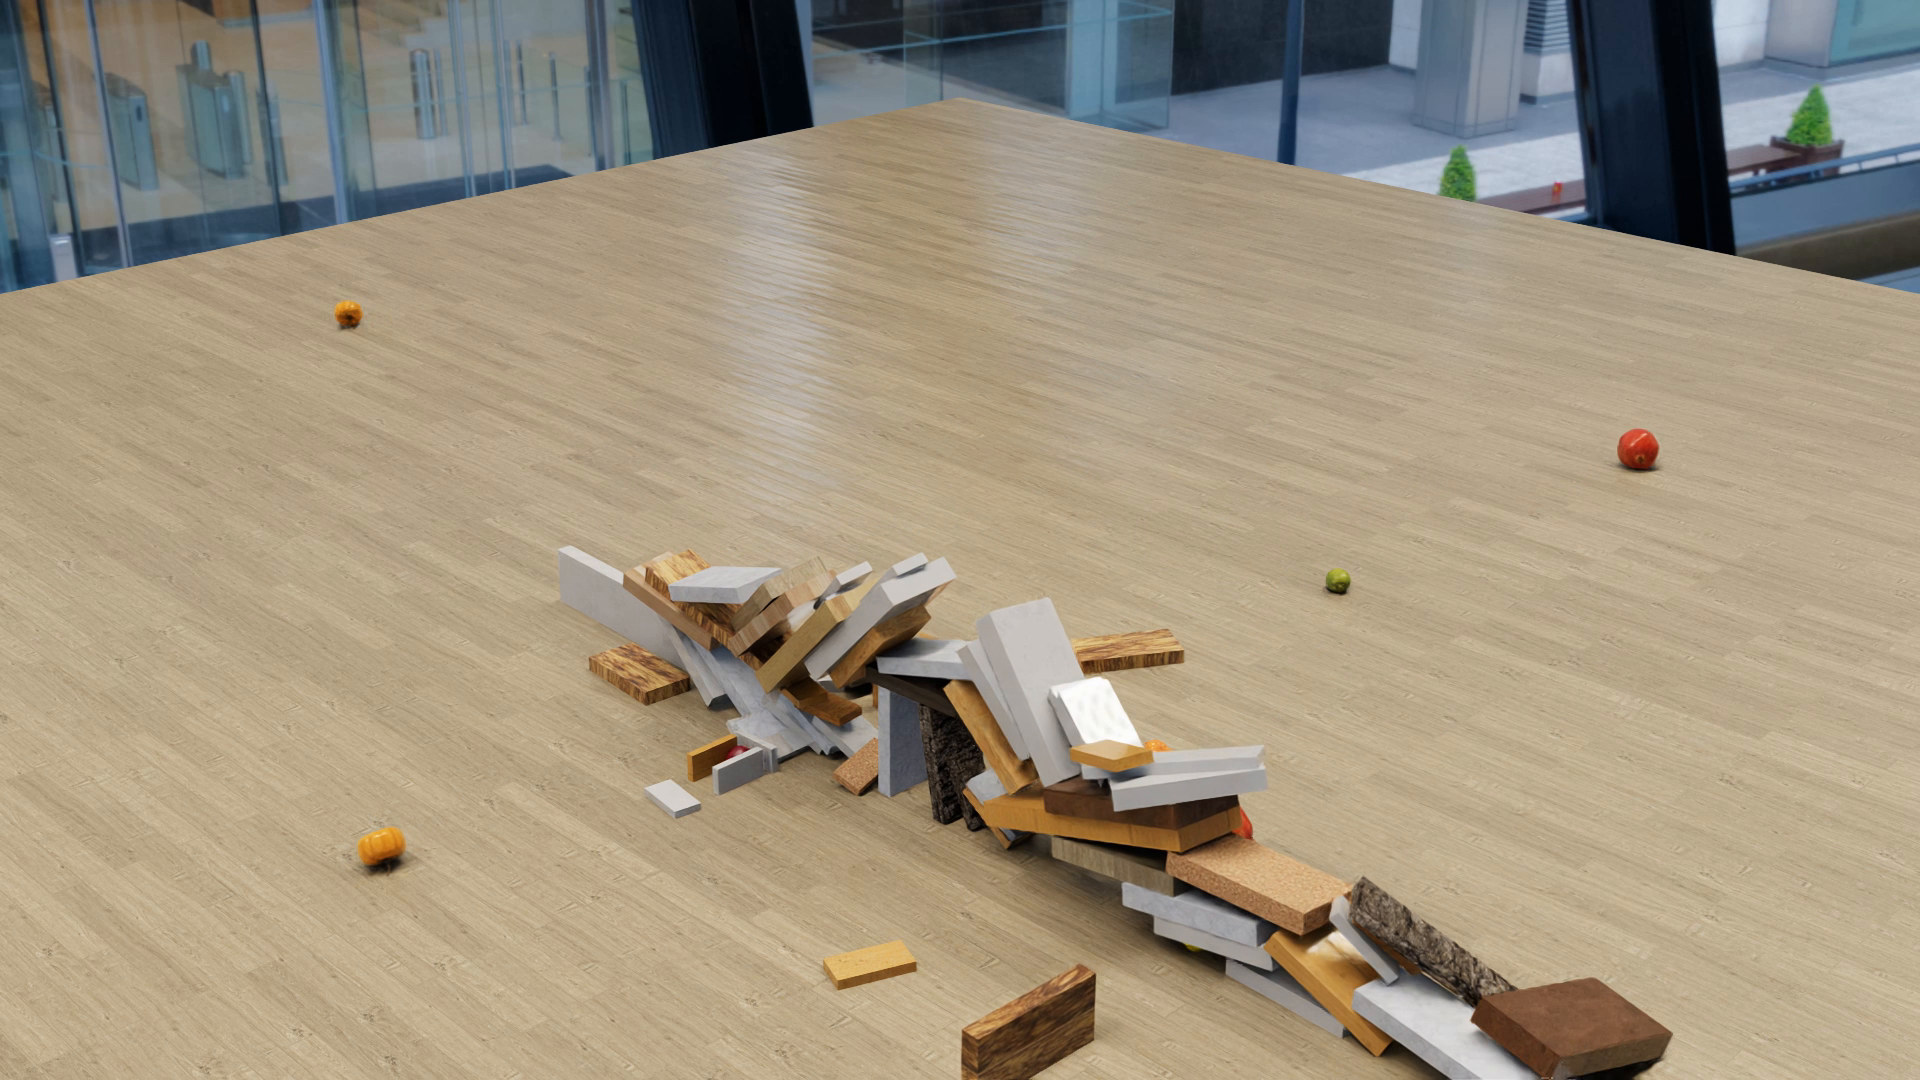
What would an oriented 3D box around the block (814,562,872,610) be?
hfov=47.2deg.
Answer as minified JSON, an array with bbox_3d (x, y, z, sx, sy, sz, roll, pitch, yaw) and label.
[{"bbox_3d":[-0.242,0.099,4.519,0.079,0.158,0.022,-26,78,-30],"label":"block"}]

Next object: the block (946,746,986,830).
[{"bbox_3d":[0.026,0.496,4.408,0.074,0.149,0.021,-21,5,-40],"label":"block"}]

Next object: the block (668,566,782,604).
[{"bbox_3d":[-0.504,0.096,4.744,0.126,0.036,0.253,-25,17,-39],"label":"block"}]

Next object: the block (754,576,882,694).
[{"bbox_3d":[-0.275,0.196,4.544,0.175,0.349,0.049,-24,77,-39],"label":"block"}]

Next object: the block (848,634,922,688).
[{"bbox_3d":[-0.178,0.269,5.005,0.237,0.034,0.118,-15,27,-32],"label":"block"}]

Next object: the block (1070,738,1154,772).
[{"bbox_3d":[0.274,0.390,3.981,0.080,0.023,0.160,-12,8,-26],"label":"block"}]

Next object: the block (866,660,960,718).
[{"bbox_3d":[-0.058,0.283,4.414,0.247,0.035,0.123,19,30,39],"label":"block"}]

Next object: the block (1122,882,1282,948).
[{"bbox_3d":[0.458,0.653,3.965,0.303,0.043,0.152,10,18,44],"label":"block"}]

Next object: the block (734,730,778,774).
[{"bbox_3d":[-0.429,0.445,4.637,0.115,0.058,0.016,20,30,39],"label":"block"}]

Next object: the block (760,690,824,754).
[{"bbox_3d":[-0.333,0.379,4.734,0.178,0.025,0.089,39,42,19],"label":"block"}]

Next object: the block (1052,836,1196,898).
[{"bbox_3d":[0.333,0.585,4.090,0.152,0.043,0.303,-14,17,-41],"label":"block"}]

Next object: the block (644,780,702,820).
[{"bbox_3d":[-0.587,0.529,4.492,0.061,0.017,0.122,-16,28,-34],"label":"block"}]

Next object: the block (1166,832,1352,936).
[{"bbox_3d":[0.529,0.599,3.879,0.152,0.043,0.303,-15,25,-43],"label":"block"}]

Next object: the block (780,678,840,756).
[{"bbox_3d":[-0.299,0.378,4.712,0.089,0.025,0.178,-19,55,-39],"label":"block"}]

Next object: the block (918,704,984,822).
[{"bbox_3d":[-0.012,0.431,4.427,0.123,0.247,0.035,-20,20,-40],"label":"block"}]

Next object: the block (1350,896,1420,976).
[{"bbox_3d":[0.727,0.672,3.756,0.150,0.021,0.075,41,22,-14],"label":"block"}]

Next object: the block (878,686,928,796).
[{"bbox_3d":[-0.110,0.394,4.517,0.123,0.247,0.035,-21,31,-40],"label":"block"}]

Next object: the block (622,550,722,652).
[{"bbox_3d":[-0.603,0.133,4.904,0.283,0.040,0.142,33,41,27],"label":"block"}]

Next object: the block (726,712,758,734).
[{"bbox_3d":[-0.441,0.403,4.735,0.115,0.016,0.058,-14,67,-35],"label":"block"}]

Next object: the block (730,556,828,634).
[{"bbox_3d":[-0.386,0.120,4.653,0.138,0.039,0.275,-27,-7,-27],"label":"block"}]

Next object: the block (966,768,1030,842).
[{"bbox_3d":[0.086,0.523,4.352,0.074,0.021,0.148,-21,63,-43],"label":"block"}]

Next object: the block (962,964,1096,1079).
[{"bbox_3d":[0.115,0.821,3.649,0.274,0.137,0.039,-20,31,-39],"label":"block"}]

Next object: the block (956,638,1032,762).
[{"bbox_3d":[0.102,0.293,4.256,0.035,0.246,0.123,-31,-1,44],"label":"block"}]

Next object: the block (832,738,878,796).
[{"bbox_3d":[-0.195,0.470,4.569,0.068,0.019,0.137,34,45,19],"label":"block"}]

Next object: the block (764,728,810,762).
[{"bbox_3d":[-0.374,0.436,4.683,0.115,0.016,0.058,-22,56,-41],"label":"block"}]

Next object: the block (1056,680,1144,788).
[{"bbox_3d":[0.270,0.361,4.117,0.104,0.029,0.208,-11,53,-22],"label":"block"}]

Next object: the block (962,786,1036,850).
[{"bbox_3d":[0.078,0.539,4.366,0.074,0.021,0.148,-20,63,-40],"label":"block"}]

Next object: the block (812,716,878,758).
[{"bbox_3d":[-0.220,0.418,4.656,0.178,0.025,0.089,40,43,25],"label":"block"}]

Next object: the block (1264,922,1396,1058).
[{"bbox_3d":[0.662,0.753,3.782,0.263,0.037,0.131,43,44,20],"label":"block"}]

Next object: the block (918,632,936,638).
[{"bbox_3d":[-0.150,0.243,5.148,0.220,0.031,0.110,15,27,31],"label":"block"}]

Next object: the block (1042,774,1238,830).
[{"bbox_3d":[0.329,0.472,4.045,0.168,0.048,0.336,-14,9,-40],"label":"block"}]
